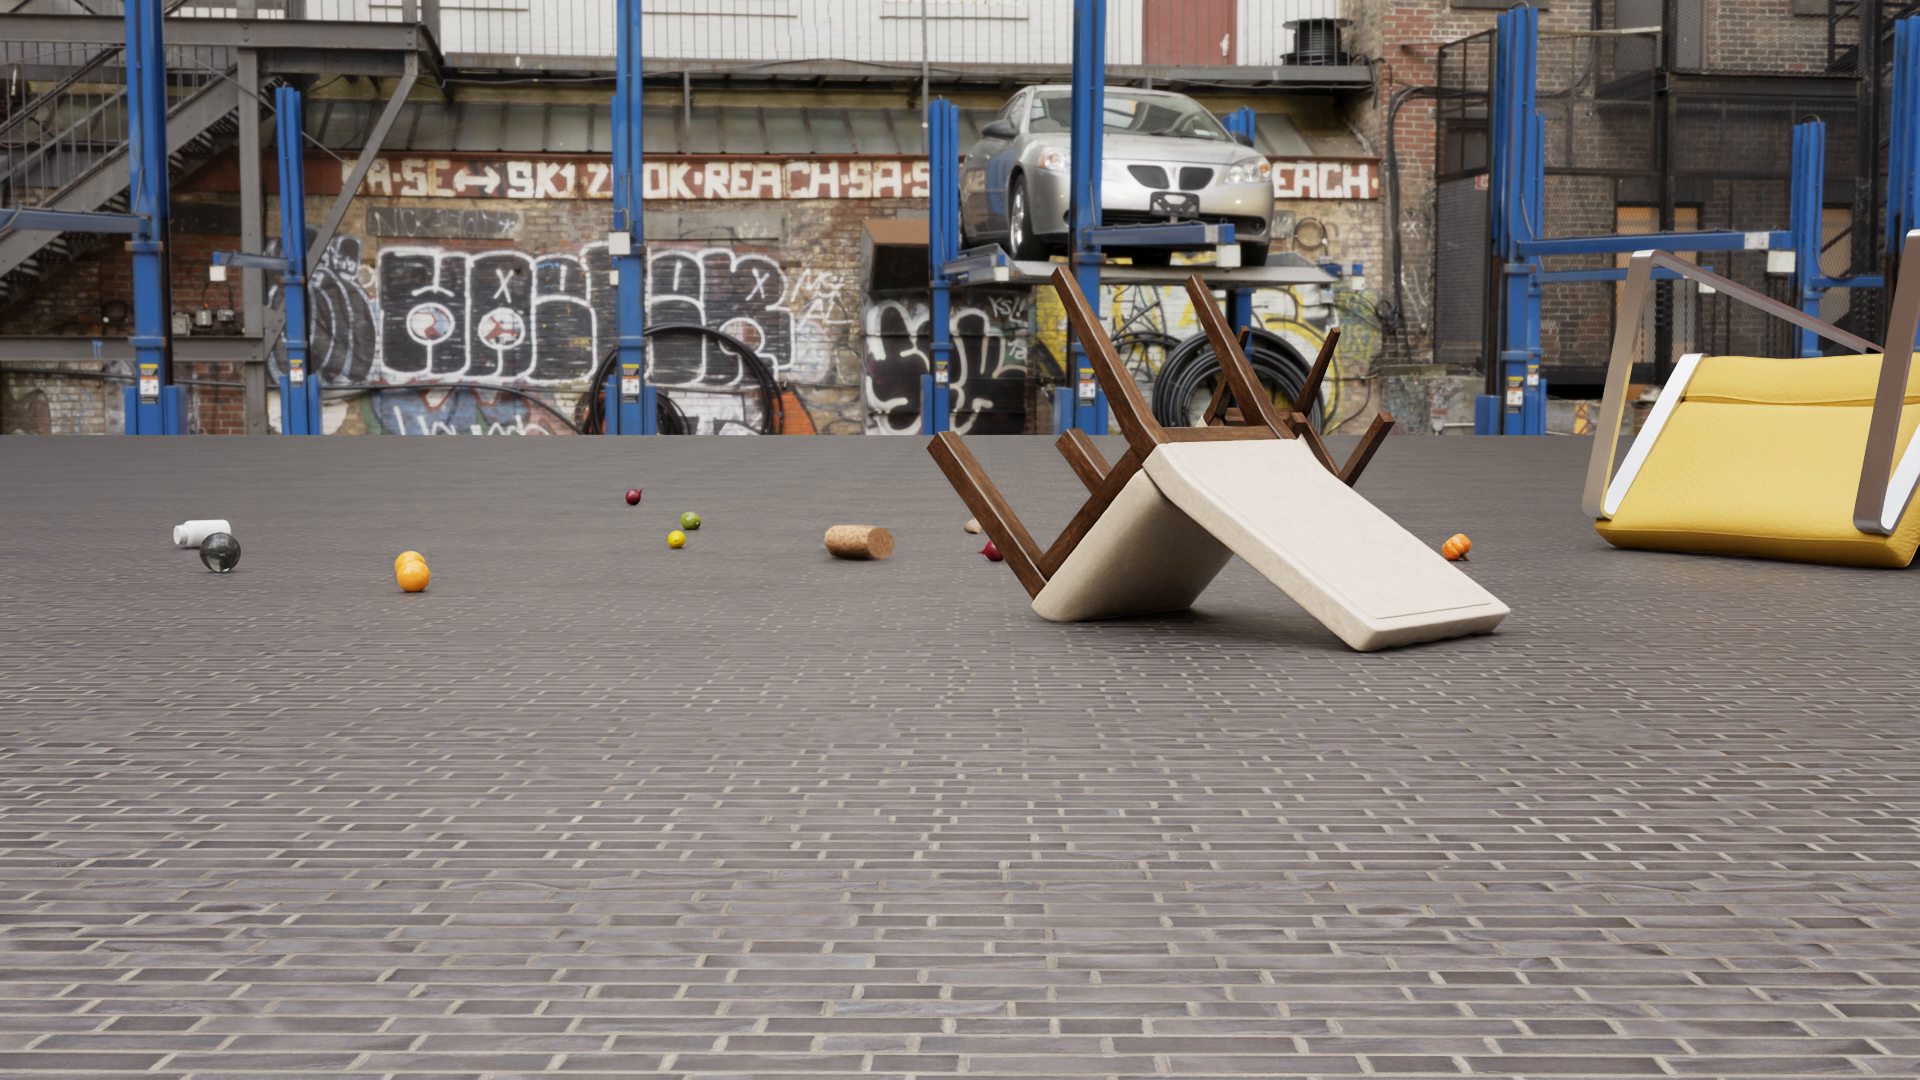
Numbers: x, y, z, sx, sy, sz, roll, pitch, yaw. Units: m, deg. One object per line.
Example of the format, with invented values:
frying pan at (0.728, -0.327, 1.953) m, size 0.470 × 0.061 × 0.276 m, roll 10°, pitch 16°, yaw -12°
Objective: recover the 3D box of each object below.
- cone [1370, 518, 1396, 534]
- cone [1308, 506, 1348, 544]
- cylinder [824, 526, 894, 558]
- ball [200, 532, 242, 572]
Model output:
cone at (1.306, -0.034, 6.877) m, size 0.097 × 0.048 × 0.060 m, roll -3°, pitch -17°, yaw -27°
cone at (1.085, -0.048, 6.465) m, size 0.116 × 0.107 × 0.176 m, roll 0°, pitch 4°, yaw 2°
cylinder at (-0.266, 0.006, 5.834) m, size 0.128 × 0.083 × 0.149 m, roll 2°, pitch -5°, yaw 28°
ball at (-1.815, 0.030, 5.397) m, size 0.098 × 0.098 × 0.098 m, roll 0°, pitch 4°, yaw 0°
